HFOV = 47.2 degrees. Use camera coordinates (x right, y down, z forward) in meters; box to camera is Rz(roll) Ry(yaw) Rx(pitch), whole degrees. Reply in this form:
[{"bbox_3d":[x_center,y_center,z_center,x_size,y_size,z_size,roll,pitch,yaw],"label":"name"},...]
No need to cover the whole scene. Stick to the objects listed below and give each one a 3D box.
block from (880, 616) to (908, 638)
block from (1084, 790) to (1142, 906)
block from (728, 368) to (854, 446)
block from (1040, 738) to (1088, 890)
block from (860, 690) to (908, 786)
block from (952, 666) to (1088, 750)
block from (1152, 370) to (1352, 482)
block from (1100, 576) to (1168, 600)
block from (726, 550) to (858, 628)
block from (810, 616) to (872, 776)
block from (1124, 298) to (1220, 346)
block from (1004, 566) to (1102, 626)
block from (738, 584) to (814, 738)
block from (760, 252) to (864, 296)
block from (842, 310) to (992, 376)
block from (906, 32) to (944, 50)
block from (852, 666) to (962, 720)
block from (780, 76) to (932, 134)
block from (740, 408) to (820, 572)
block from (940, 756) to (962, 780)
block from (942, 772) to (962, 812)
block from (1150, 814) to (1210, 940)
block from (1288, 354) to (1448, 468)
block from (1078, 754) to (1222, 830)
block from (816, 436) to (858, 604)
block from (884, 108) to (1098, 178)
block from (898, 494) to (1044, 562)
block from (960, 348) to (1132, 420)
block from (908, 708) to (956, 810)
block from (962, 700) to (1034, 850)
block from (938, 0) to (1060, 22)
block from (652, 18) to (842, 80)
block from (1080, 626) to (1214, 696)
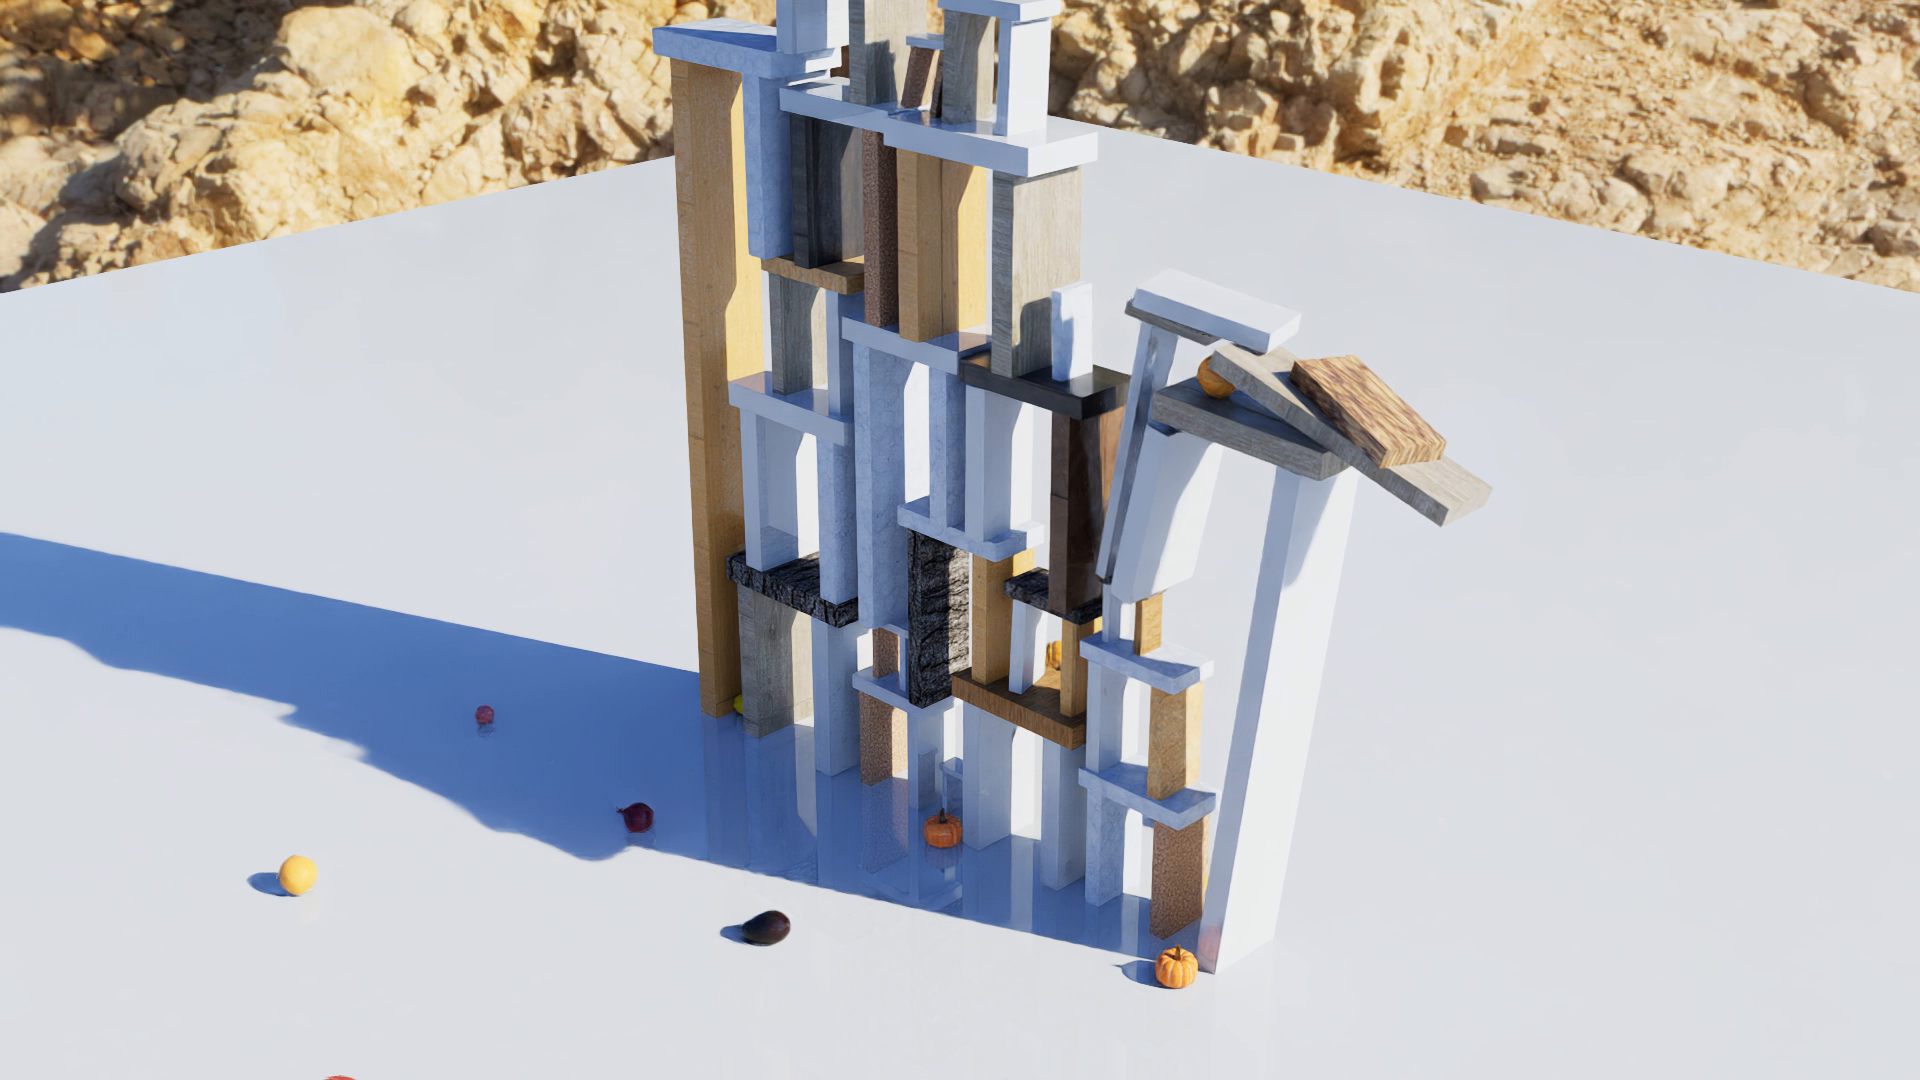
[{"bbox_3d":[-0.122,0.165,4.422,0.060,0.017,0.120,-21,31,-41],"label":"block"},{"bbox_3d":[0.290,0.558,4.139,0.034,0.239,0.120,21,31,41],"label":"block"},{"bbox_3d":[-0.286,-0.276,4.425,0.348,0.049,0.174,21,31,41],"label":"block"},{"bbox_3d":[0.225,0.496,4.191,0.044,0.314,0.157,21,31,41],"label":"block"},{"bbox_3d":[-0.158,0.394,4.561,0.030,0.212,0.106,21,31,41],"label":"block"},{"bbox_3d":[0.151,0.302,4.189,0.157,0.044,0.314,-21,31,-41],"label":"block"},{"bbox_3d":[0.500,-0.192,3.594,0.339,0.048,0.170,24,33,37],"label":"block"},{"bbox_3d":[0.310,0.075,3.927,0.057,0.016,0.113,-21,31,-39],"label":"block"},{"bbox_3d":[-0.308,0.082,4.599,0.176,0.050,0.353,-21,31,-41],"label":"block"},{"bbox_3d":[-0.225,0.301,4.601,0.176,0.353,0.050,-21,31,-40],"label":"block"},{"bbox_3d":[0.364,-0.371,3.665,0.161,0.023,0.081,25,34,28],"label":"block"},{"bbox_3d":[0.184,0.103,4.072,0.193,0.027,0.096,22,31,40],"label":"block"},{"bbox_3d":[-0.391,0.235,4.754,0.050,0.353,0.176,21,31,41],"label":"block"},{"bbox_3d":[-0.260,-0.532,4.283,0.248,0.035,0.124,21,31,40],"label":"block"},{"bbox_3d":[-0.060,-0.383,4.128,0.155,0.044,0.310,-21,31,-41],"label":"block"},{"bbox_3d":[-0.036,-0.879,3.882,0.113,0.016,0.057,20,30,41],"label":"block"},{"bbox_3d":[-0.108,0.302,4.467,0.212,0.030,0.106,21,31,41],"label":"block"},{"bbox_3d":[-0.181,-0.808,4.077,0.296,0.042,0.148,21,31,40],"label":"block"},{"bbox_3d":[-0.368,-0.125,4.578,0.174,0.348,0.049,-21,31,-41],"label":"block"},{"bbox_3d":[0.007,0.463,4.419,0.091,0.013,0.045,21,31,41],"label":"block"},{"bbox_3d":[-0.015,0.503,4.459,0.013,0.091,0.045,21,31,41],"label":"block"},{"bbox_3d":[0.404,0.602,4.035,0.120,0.239,0.034,-21,31,-41],"label":"block"},{"bbox_3d":[0.639,-0.204,3.458,0.124,0.035,0.248,-8,41,-30],"label":"block"},{"bbox_3d":[0.347,0.454,4.034,0.239,0.034,0.120,21,31,40],"label":"block"},{"bbox_3d":[-0.204,-0.061,4.427,0.049,0.348,0.174,21,31,40],"label":"block"},{"bbox_3d":[0.051,-0.706,3.867,0.353,0.050,0.176,21,31,40],"label":"block"},{"bbox_3d":[0.019,-0.030,4.193,0.131,0.037,0.263,-21,31,-41],"label":"block"},{"bbox_3d":[0.157,-0.287,3.931,0.299,0.042,0.149,21,31,41],"label":"block"},{"bbox_3d":[-0.058,0.433,4.468,0.030,0.212,0.106,21,31,41],"label":"block"},{"bbox_3d":[0.077,0.438,4.327,0.044,0.314,0.157,21,31,41],"label":"block"},{"bbox_3d":[0.066,-0.919,3.761,0.099,0.028,0.197,-21,31,-41],"label":"block"},{"bbox_3d":[-0.416,-0.957,4.268,0.355,0.050,0.177,21,31,40],"label":"block"},{"bbox_3d":[0.335,0.212,3.955,0.111,0.031,0.221,-21,31,-41],"label":"block"}]
